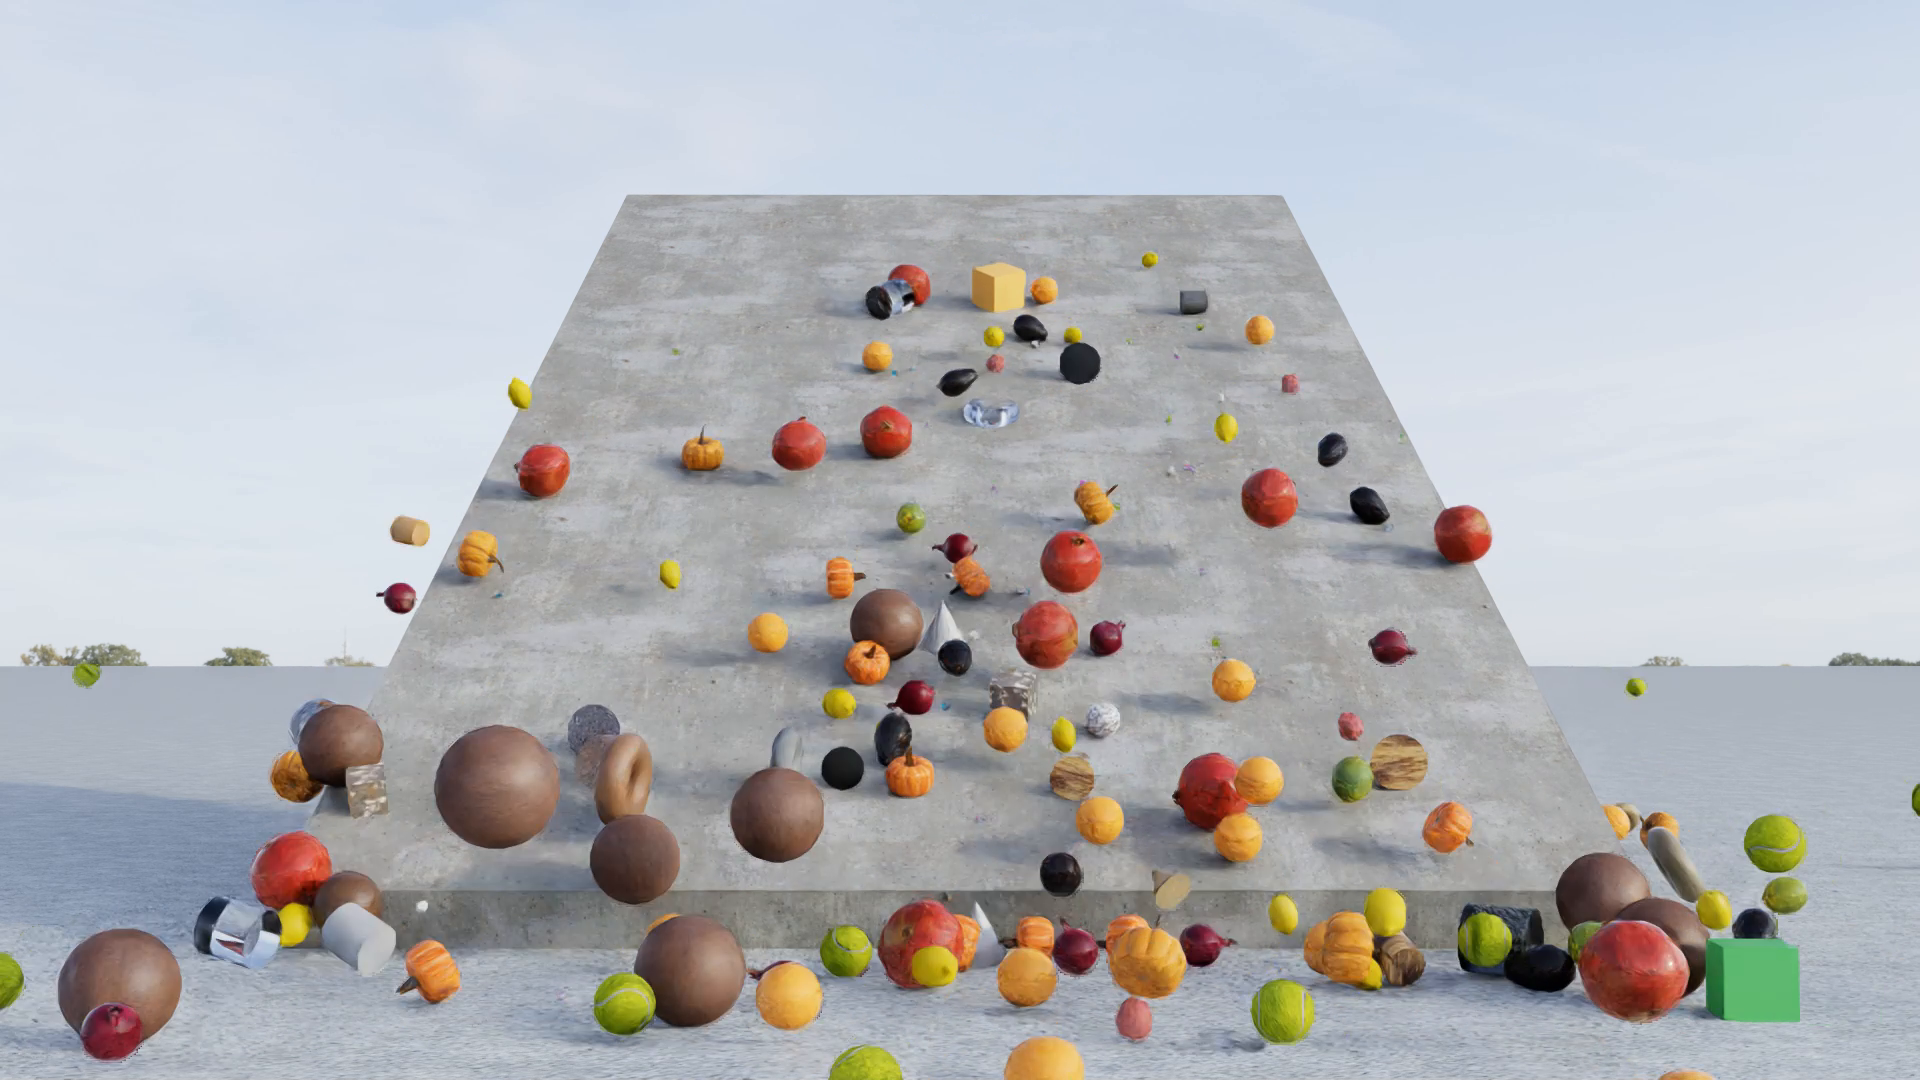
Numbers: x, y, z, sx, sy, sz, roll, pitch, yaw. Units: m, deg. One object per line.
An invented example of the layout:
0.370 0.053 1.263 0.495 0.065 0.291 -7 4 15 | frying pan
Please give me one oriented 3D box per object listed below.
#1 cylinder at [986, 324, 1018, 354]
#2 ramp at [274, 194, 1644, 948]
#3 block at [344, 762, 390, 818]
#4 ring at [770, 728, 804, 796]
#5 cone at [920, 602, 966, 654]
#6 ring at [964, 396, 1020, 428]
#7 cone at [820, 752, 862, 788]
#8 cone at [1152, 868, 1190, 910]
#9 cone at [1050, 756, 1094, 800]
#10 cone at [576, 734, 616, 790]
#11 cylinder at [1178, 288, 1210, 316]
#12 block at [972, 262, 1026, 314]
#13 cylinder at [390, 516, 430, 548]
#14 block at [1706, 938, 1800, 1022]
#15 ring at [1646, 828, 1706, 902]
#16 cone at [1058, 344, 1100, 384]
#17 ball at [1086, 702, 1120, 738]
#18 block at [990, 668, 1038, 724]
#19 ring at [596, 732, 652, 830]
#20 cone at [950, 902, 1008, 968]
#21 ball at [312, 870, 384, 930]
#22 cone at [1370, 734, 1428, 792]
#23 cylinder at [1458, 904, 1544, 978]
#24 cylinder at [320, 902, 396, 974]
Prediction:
0.103 -0.482 5.684 0.078 0.078 0.078 4 -8 0 | cylinder
-0.007 -0.225 5.235 2.000 0.100 4.000 0 23 0 | ramp
-0.920 0.389 3.584 0.058 0.058 0.058 -7 24 -15 | block
-0.270 0.347 3.605 0.036 0.109 0.109 -5 -4 10 | ring
-0.030 0.148 4.120 0.085 0.085 0.085 0 23 0 | cone
0.071 -0.289 5.203 0.126 0.042 0.126 0 24 0 | ring
-0.185 0.363 3.684 0.067 0.067 0.067 0 9 7 | cone
0.292 0.491 3.339 0.060 0.060 0.060 2 27 -33 | cone
0.180 0.376 3.655 0.070 0.070 0.070 0 -4 6 | cone
-0.556 0.354 3.688 0.092 0.092 0.092 0 -4 6 | cone
0.600 -0.612 5.938 0.061 0.061 0.061 -17 1 -13 | cylinder
0.100 -0.654 5.991 0.097 0.097 0.097 -16 28 -32 | block
-1.105 -0.018 4.648 0.055 0.055 0.055 12 2 24 | cylinder
0.948 0.526 2.767 0.087 0.087 0.087 0 -3 4 | block
1.244 0.564 4.021 0.048 0.143 0.143 -32 -7 6 | ring
0.287 -0.412 5.492 0.098 0.098 0.098 0 2 9 | cone
0.236 0.296 3.809 0.057 0.057 0.057 0 -3 0 | ball
0.091 0.262 3.878 0.066 0.066 0.066 7 24 15 | block
-0.510 0.366 3.509 0.050 0.150 0.150 6 -2 12 | ring
0.025 0.542 3.221 0.082 0.082 0.082 -3 13 1 | cone
-0.860 0.514 3.247 0.097 0.097 0.097 0 -3 0 | ball
0.698 0.355 3.695 0.090 0.090 0.090 0 -4 6 | cone
0.727 0.539 3.109 0.091 0.091 0.091 1 -2 29 | cylinder
-0.781 0.517 3.004 0.068 0.068 0.068 26 9 26 | cylinder
